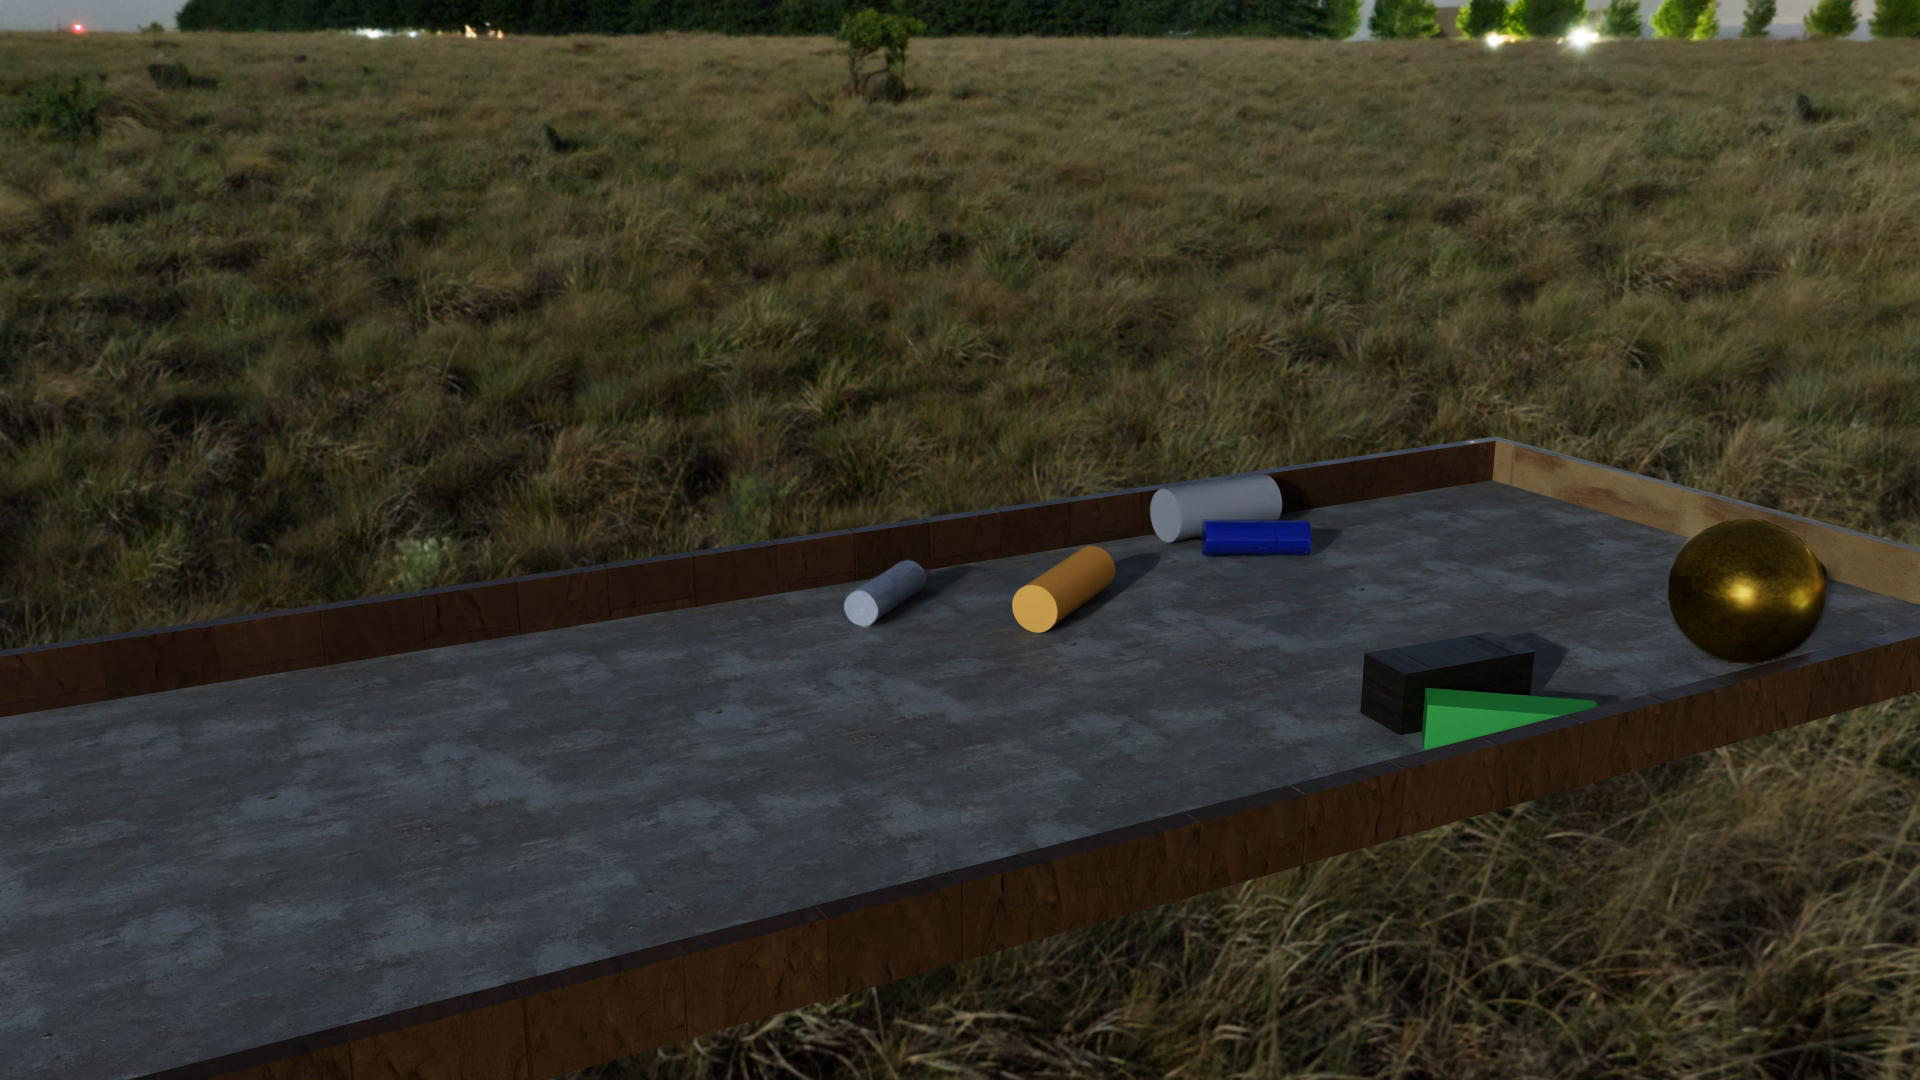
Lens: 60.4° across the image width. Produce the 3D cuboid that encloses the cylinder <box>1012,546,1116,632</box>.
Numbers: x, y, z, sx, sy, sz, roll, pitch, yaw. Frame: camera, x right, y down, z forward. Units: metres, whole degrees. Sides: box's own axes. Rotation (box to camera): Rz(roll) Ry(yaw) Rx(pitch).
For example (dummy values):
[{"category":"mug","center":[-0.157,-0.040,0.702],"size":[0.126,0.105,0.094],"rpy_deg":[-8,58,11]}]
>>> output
[{"category":"cylinder","center":[0.298,0.135,4.657],"size":[0.135,0.135,0.416],"rpy_deg":[8,18,26]}]

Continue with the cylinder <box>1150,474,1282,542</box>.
[{"category":"cylinder","center":[0.840,-0.105,5.404],"size":[0.403,0.175,0.175],"rpy_deg":[-9,18,-27]}]

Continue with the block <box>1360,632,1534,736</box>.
[{"category":"block","center":[1.162,0.339,3.934],"size":[0.378,0.151,0.151],"rpy_deg":[-7,18,-23]}]

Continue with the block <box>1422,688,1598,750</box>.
[{"category":"block","center":[1.244,0.420,3.733],"size":[0.372,0.109,0.109],"rpy_deg":[4,17,12]}]

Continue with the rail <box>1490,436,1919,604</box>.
[{"category":"rail","center":[2.466,-0.048,5.253],"size":[0.050,0.150,2.100],"rpy_deg":[-9,18,-27]}]

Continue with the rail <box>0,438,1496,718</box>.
[{"category":"rail","center":[-3.305,0.497,3.399],"size":[12.000,0.150,0.050],"rpy_deg":[-9,18,-27]}]

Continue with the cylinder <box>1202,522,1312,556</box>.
[{"category":"cylinder","center":[0.930,-0.005,5.183],"size":[0.326,0.106,0.106],"rpy_deg":[0,16,1]}]

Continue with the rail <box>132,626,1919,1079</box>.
[{"category":"rail","center":[-2.336,1.006,1.665],"size":[12.000,0.150,0.050],"rpy_deg":[-9,18,-27]}]

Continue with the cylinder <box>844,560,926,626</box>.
[{"category":"cylinder","center":[-0.209,0.148,4.667],"size":[0.103,0.103,0.316],"rpy_deg":[7,18,22]}]

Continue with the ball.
[{"category":"ball","center":[2.027,0.131,4.256],"size":[0.369,0.369,0.369],"rpy_deg":[0,16,0]}]
